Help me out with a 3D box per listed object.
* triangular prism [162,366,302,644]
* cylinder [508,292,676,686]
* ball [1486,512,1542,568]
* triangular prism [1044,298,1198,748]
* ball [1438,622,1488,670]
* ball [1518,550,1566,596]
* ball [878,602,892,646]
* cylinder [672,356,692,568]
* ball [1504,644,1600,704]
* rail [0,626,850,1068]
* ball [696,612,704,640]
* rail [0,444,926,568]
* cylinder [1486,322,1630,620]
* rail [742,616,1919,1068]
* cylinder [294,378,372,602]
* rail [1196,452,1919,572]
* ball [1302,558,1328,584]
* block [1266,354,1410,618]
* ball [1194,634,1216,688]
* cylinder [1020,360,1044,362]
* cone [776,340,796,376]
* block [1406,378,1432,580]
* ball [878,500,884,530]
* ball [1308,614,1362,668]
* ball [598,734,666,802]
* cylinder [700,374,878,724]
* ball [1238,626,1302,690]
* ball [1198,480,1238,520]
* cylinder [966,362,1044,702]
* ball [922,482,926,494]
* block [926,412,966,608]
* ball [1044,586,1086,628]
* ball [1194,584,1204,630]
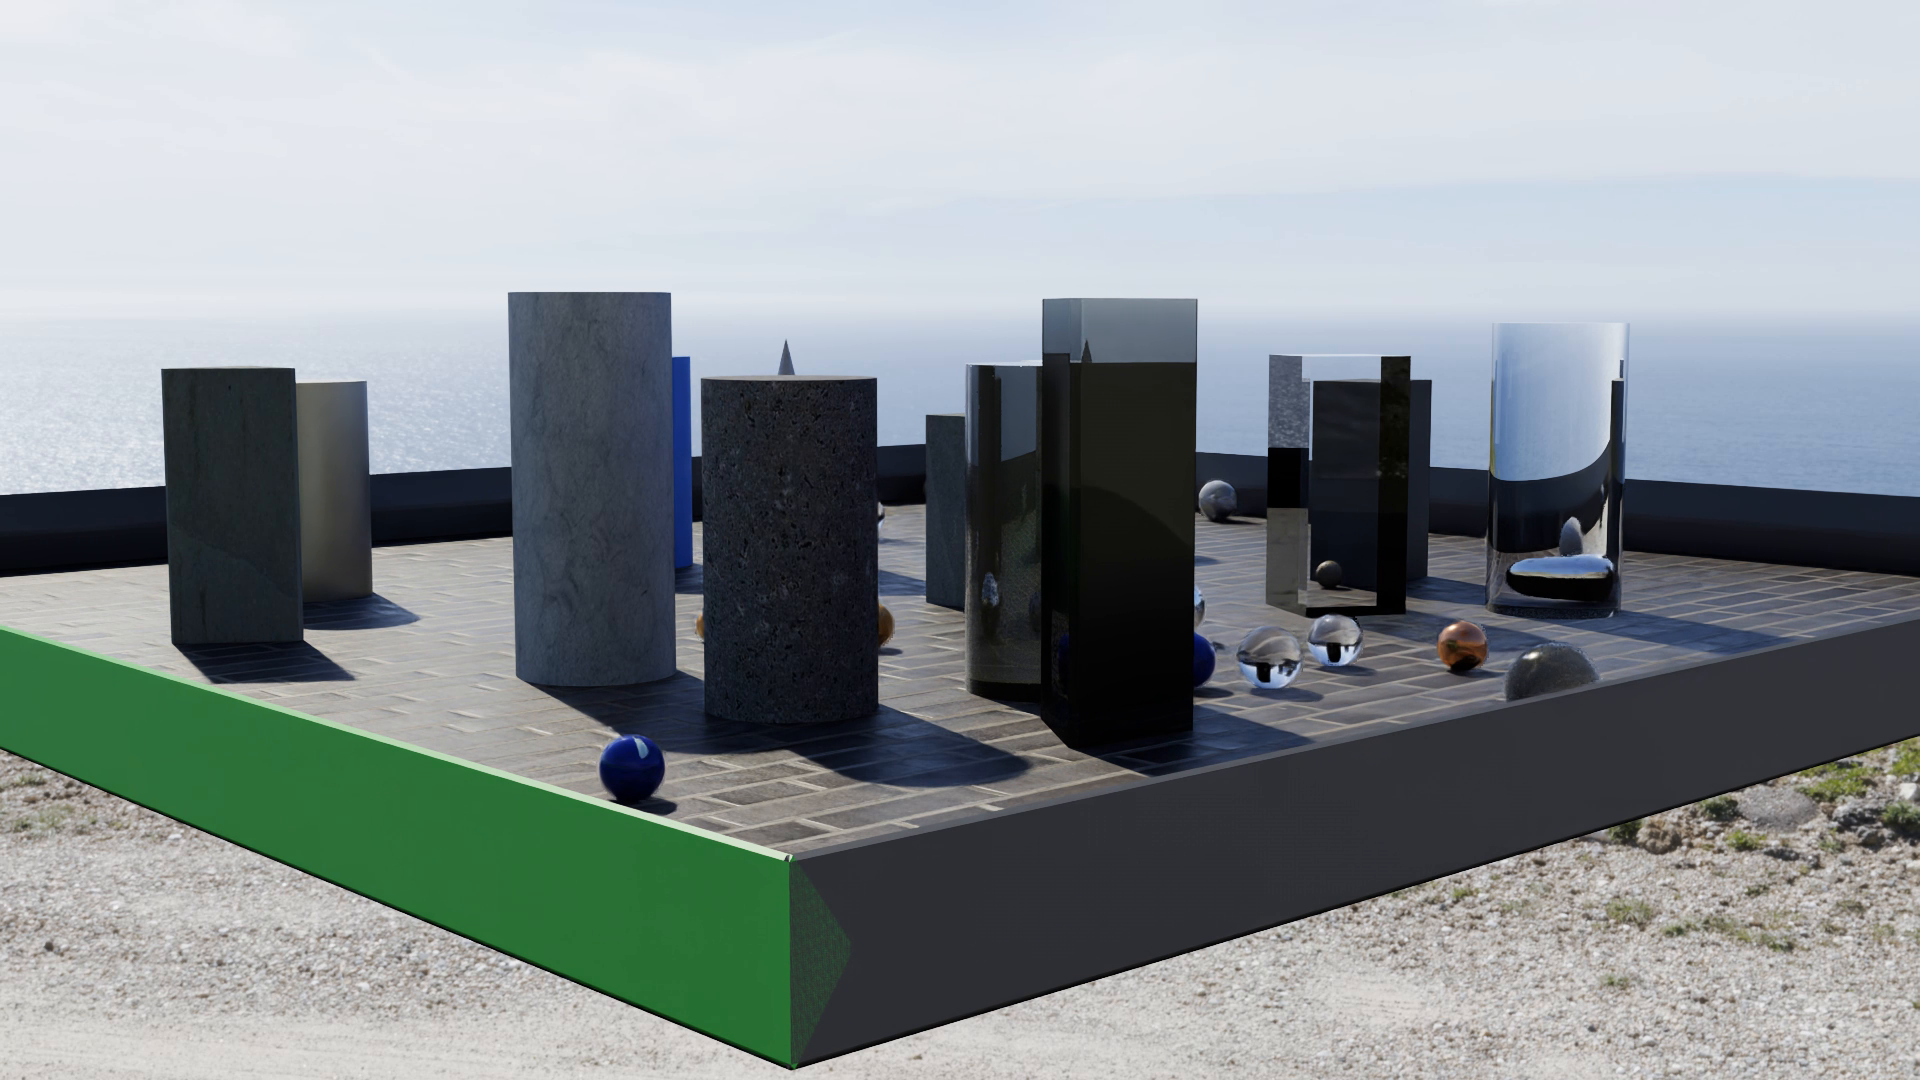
[{"bbox_3d":[-0.983,-0.053,3.009,0.169,0.367,0.146,-1,6,-9],"label":"triangular prism"},{"bbox_3d":[-0.447,-0.068,2.682,0.195,0.465,0.195,0,6,0],"label":"cylinder"},{"bbox_3d":[0.956,0.001,3.795,0.096,0.096,0.096,0,6,0],"label":"ball"},{"bbox_3d":[0.136,-0.026,2.324,0.169,0.456,0.146,-5,8,-38],"label":"triangular prism"},{"bbox_3d":[0.622,0.131,2.720,0.061,0.061,0.061,0,6,0],"label":"ball"},{"bbox_3d":[0.908,0.051,3.428,0.073,0.073,0.073,0,6,0],"label":"ball"},{"bbox_3d":[-0.120,0.111,2.901,0.063,0.063,0.063,0,6,0],"label":"ball"},{"bbox_3d":[-0.567,-0.138,3.841,0.195,0.363,0.195,0,6,0],"label":"cylinder"},{"bbox_3d":[0.620,0.157,2.299,0.098,0.098,0.098,0,6,0],"label":"ball"},{"bbox_3d":[-1.063,0.135,2.357,0.045,0.127,2.893,-5,8,-42],"label":"rail"},{"bbox_3d":[-0.333,0.115,2.955,0.045,0.045,0.045,0,6,0],"label":"ball"},{"bbox_3d":[-0.965,-0.076,4.372,2.939,0.127,0.045,-5,8,-42],"label":"rail"},{"bbox_3d":[0.880,-0.107,3.245,0.195,0.425,0.195,0,6,0],"label":"cylinder"},{"bbox_3d":[0.965,0.142,2.292,2.939,0.127,0.045,-5,8,-42],"label":"rail"},{"bbox_3d":[-1.021,-0.081,3.431,0.195,0.334,0.195,0,6,0],"label":"cylinder"},{"bbox_3d":[1.063,-0.069,4.307,0.045,0.127,2.893,-5,8,-42],"label":"rail"},{"bbox_3d":[0.579,0.050,3.581,0.043,0.043,0.043,0,6,0],"label":"ball"},{"bbox_3d":[0.559,-0.085,3.262,0.156,0.378,0.156,-2,6,-14],"label":"block"},{"bbox_3d":[0.268,0.142,2.593,0.066,0.066,0.066,0,6,0],"label":"ball"},{"bbox_3d":[0.212,-0.167,4.193,0.195,0.348,0.195,0,6,0],"label":"cylinder"},{"bbox_3d":[-0.321,-0.178,4.072,0.195,0.394,0.195,0,6,0],"label":"cone"},{"bbox_3d":[0.674,-0.103,3.668,0.156,0.329,0.156,5,8,42],"label":"block"},{"bbox_3d":[-0.192,-0.048,4.290,0.090,0.090,0.090,0,6,0],"label":"ball"},{"bbox_3d":[0.468,0.125,2.746,0.068,0.068,0.068,0,6,0],"label":"ball"},{"bbox_3d":[-0.298,0.207,1.999,0.060,0.060,0.060,0,6,0],"label":"ball"},{"bbox_3d":[-0.189,0.004,2.454,0.195,0.370,0.195,0,6,0],"label":"cylinder"},{"bbox_3d":[0.364,0.138,2.581,0.076,0.076,0.076,0,6,0],"label":"ball"},{"bbox_3d":[0.547,-0.085,4.670,0.084,0.084,0.084,0,6,0],"label":"ball"},{"bbox_3d":[0.103,-0.015,2.575,0.195,0.382,0.195,0,6,0],"label":"cylinder"},{"bbox_3d":[-0.057,-0.122,5.144,0.059,0.059,0.059,0,6,0],"label":"ball"},{"bbox_3d":[0.058,-0.047,3.342,0.156,0.286,0.156,6,8,44],"label":"block"},{"bbox_3d":[0.147,0.093,3.082,0.061,0.061,0.061,0,6,0],"label":"ball"},{"bbox_3d":[0.283,0.090,2.963,0.092,0.092,0.092,0,6,0],"label":"ball"}]
